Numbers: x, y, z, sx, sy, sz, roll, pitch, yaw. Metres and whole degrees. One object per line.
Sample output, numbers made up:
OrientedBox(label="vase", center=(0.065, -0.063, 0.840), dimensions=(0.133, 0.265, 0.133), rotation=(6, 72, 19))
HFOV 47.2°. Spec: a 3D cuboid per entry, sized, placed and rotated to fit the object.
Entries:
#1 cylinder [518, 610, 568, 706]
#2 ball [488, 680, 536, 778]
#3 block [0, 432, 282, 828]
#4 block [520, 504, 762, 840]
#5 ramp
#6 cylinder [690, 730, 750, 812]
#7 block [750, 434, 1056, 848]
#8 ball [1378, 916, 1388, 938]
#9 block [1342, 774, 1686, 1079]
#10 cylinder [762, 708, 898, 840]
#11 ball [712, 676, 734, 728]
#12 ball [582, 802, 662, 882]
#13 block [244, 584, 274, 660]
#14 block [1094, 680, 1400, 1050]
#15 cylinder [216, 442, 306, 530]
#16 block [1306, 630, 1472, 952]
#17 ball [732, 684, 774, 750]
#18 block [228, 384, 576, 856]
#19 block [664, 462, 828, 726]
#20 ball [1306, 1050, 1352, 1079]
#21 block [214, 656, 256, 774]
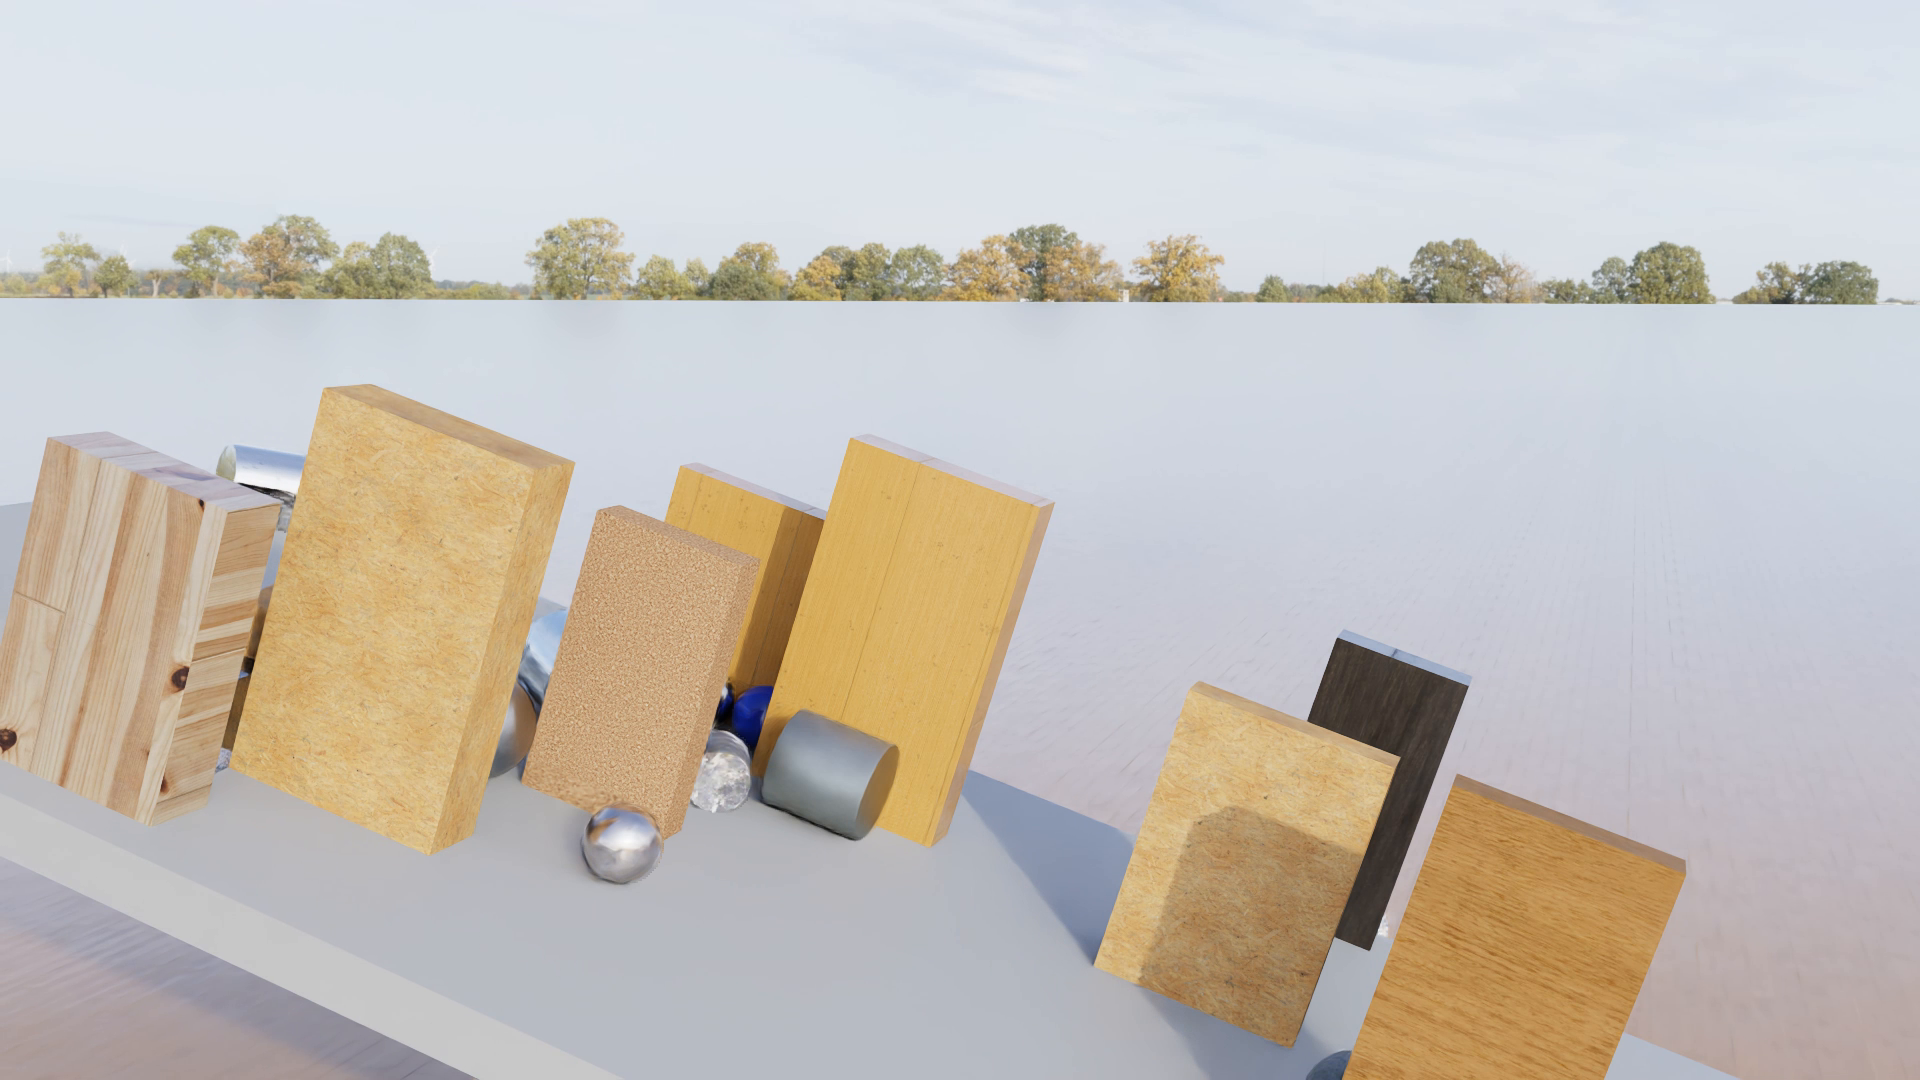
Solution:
OrientedBox(label="cylinder", center=(-0.809, 0.278, 4.625), dimensions=(0.202, 0.202, 0.202), rotation=(-4, 21, -28))
OrientedBox(label="ball", center=(-0.905, 0.347, 4.152), dimensions=(0.209, 0.209, 0.209), rotation=(0, 7, 0))
OrientedBox(label="block", center=(-1.362, 0.141, 3.603), dimensions=(0.349, 0.546, 0.144), rotation=(21, 12, 14))
OrientedBox(label="block", center=(-0.606, 0.251, 4.163), dimensions=(0.304, 0.560, 0.096), rotation=(21, 12, 14))
OrientedBox(label="ramp", center=(-0.355, 0.671, 4.225), dimensions=(4.000, 0.100, 2.000), rotation=(21, 12, 14))
OrientedBox(label="cylinder", center=(-0.486, 0.465, 4.421), dimensions=(0.128, 0.128, 0.128), rotation=(-1, 14, -6))
OrientedBox(label="block", center=(-0.126, 0.207, 4.586), dimensions=(0.425, 0.754, 0.119), rotation=(21, 12, 14))
OrientedBox(label="ball", center=(1.046, 1.045, 5.877), dimensions=(0.197, 0.197, 0.197), rotation=(0, 7, 0))
OrientedBox(label="block", center=(0.834, 0.773, 3.471), dimensions=(0.366, 0.721, 0.086), rotation=(21, 12, 14))
OrientedBox(label="cylinder", center=(-0.263, 0.478, 4.488), dimensions=(0.207, 0.207, 0.207), rotation=(21, 12, 14))
OrientedBox(label="ball", center=(-0.564, 0.343, 4.795), dimensions=(0.144, 0.144, 0.144), rotation=(0, 7, 0))
OrientedBox(label="ball", center=(-0.599, 0.536, 3.899), dimensions=(0.140, 0.140, 0.140), rotation=(0, 7, 0))
OrientedBox(label="block", center=(-1.241, 0.179, 4.063), dimensions=(0.144, 0.144, 0.144), rotation=(12, 15, 10))
OrientedBox(label="block", center=(0.537, 0.609, 4.144), dimensions=(0.401, 0.576, 0.096), rotation=(21, 12, 14))
OrientedBox(label="cylinder", center=(-1.666, -0.126, 5.264), dimensions=(0.189, 0.189, 0.189), rotation=(10, 0, -33))
OrientedBox(label="block", center=(0.865, 0.544, 4.798), dimensions=(0.294, 0.626, 0.115), rotation=(21, 12, 14))
OrientedBox(label="ball", center=(-0.429, 0.389, 4.811), dimensions=(0.143, 0.143, 0.143), rotation=(0, 7, 0))
OrientedBox(label="block", center=(-0.972, 0.133, 3.815), dimensions=(0.415, 0.705, 0.146), rotation=(21, 12, 14))
OrientedBox(label="block", center=(-0.500, 0.140, 4.927), dimensions=(0.405, 0.519, 0.092), rotation=(21, 12, 14))
OrientedBox(label="ball", center=(0.662, 0.950, 3.706), dimensions=(0.175, 0.175, 0.175), rotation=(0, 7, 0))
OrientedBox(label="block", center=(-1.348, 0.290, 3.840), dimensions=(0.179, 0.179, 0.179), rotation=(19, 12, 8))
